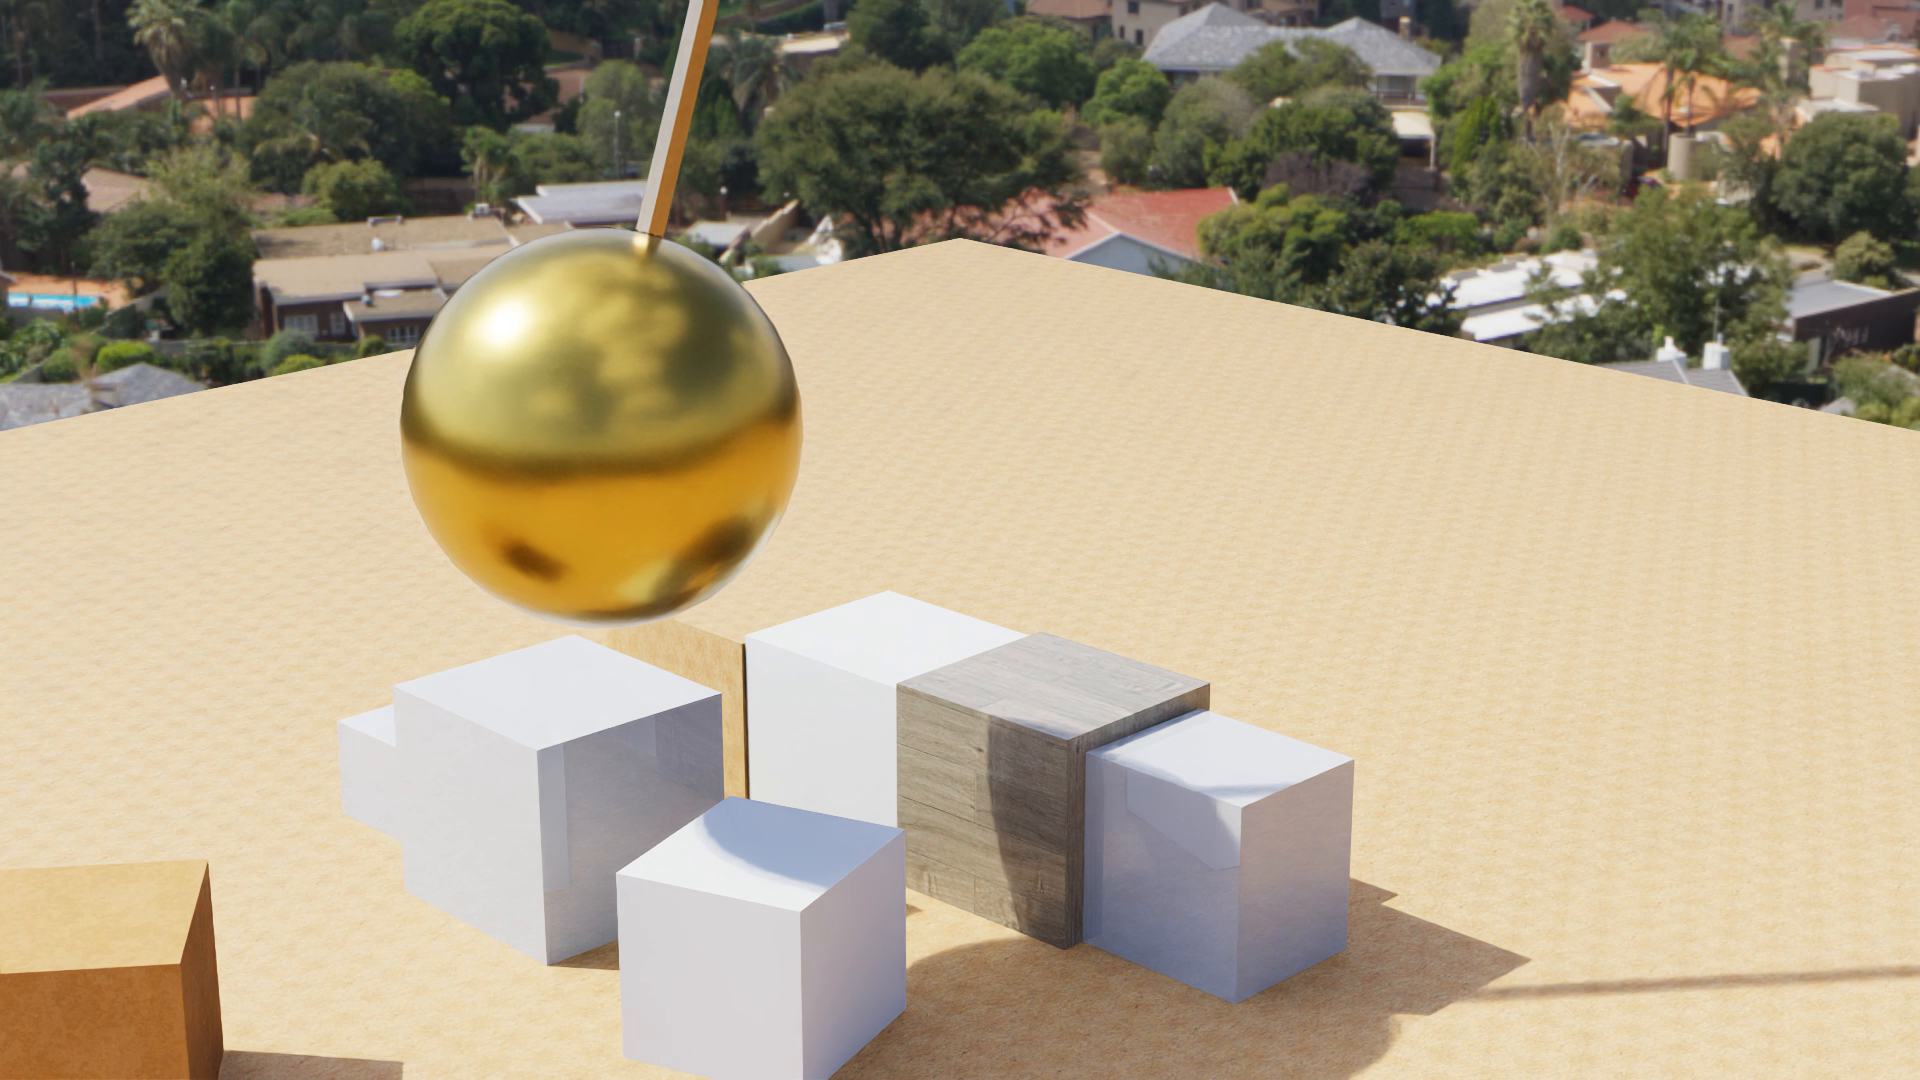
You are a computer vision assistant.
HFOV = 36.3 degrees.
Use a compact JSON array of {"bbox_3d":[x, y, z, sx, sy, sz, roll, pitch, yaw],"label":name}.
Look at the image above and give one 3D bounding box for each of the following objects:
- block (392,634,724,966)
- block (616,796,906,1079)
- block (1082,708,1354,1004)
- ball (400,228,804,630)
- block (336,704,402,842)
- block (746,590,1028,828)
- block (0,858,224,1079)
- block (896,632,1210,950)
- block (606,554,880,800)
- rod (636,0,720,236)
[{"bbox_3d":[-1.782,1.131,13.096,0.996,0.990,1.082,-16,24,-41],"label":"block"},{"bbox_3d":[-0.786,1.625,11.833,0.824,0.804,0.885,8,19,25],"label":"block"},{"bbox_3d":[1.106,1.339,12.610,0.859,0.884,0.752,17,24,42],"label":"block"},{"bbox_3d":[-1.425,-0.444,11.709,1.600,1.600,1.600,0,17,0],"label":"ball"},{"bbox_3d":[-2.592,1.096,14.061,0.570,0.476,0.520,17,24,42],"label":"block"},{"bbox_3d":[-0.312,0.900,13.939,1.043,0.925,0.939,17,24,42],"label":"block"},{"bbox_3d":[-3.363,1.815,11.179,0.931,0.833,0.951,-2,18,-7],"label":"block"},{"bbox_3d":[0.416,1.102,13.215,1.015,0.974,0.966,16,23,41],"label":"block"},{"bbox_3d":[-1.047,0.699,14.649,1.025,0.883,0.980,17,24,42],"label":"block"},{"bbox_3d":[-0.617,-3.741,11.519,0.080,5.200,0.080,17,4,42],"label":"rod"}]
